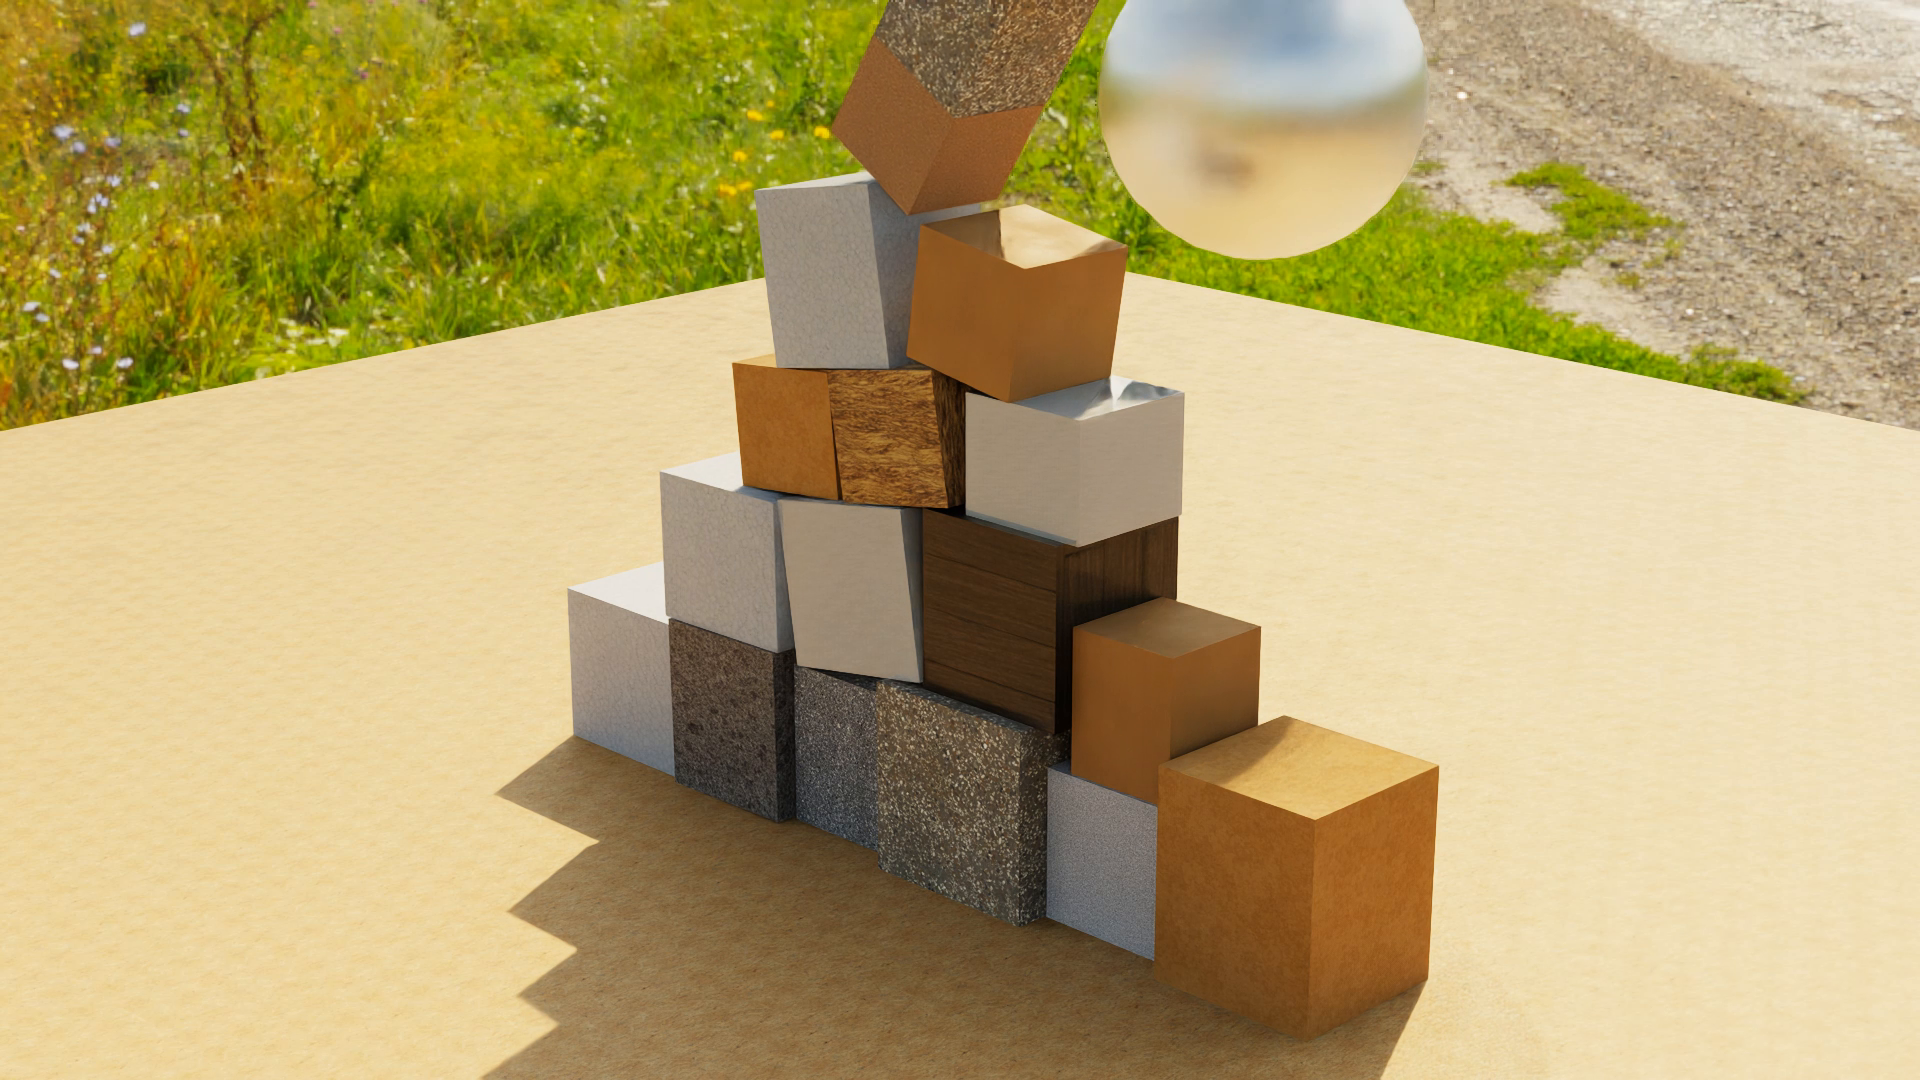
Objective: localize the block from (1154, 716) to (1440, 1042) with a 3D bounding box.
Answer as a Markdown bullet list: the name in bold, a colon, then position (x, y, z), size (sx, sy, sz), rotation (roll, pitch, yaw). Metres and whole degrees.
- **block**: position (1.403, 1.396, 12.280), size (0.822, 0.974, 0.823), rotation (-17, 24, -42)

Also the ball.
- **ball**: position (1.467, -2.159, 14.201), size (1.600, 1.600, 1.600), rotation (0, 17, 0)

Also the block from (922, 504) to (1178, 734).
- **block**: position (0.400, 0.266, 13.026), size (0.806, 0.849, 0.787), rotation (17, 24, 42)

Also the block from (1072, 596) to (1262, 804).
- **block**: position (0.887, 0.692, 12.644), size (0.579, 0.674, 0.562), rotation (-17, 24, -42)

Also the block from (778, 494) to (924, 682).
- **block**: position (-0.232, 0.143, 13.625), size (0.798, 0.794, 0.829), rotation (-17, 15, -42)

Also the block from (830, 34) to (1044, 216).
- **block**: position (-0.103, -1.856, 12.879), size (0.553, 0.537, 0.588), rotation (-16, 56, -42)

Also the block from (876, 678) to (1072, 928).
- **block**: position (0.275, 1.073, 13.401), size (0.944, 0.917, 0.900), rotation (-17, 24, -42)

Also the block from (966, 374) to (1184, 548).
- **block**: position (0.497, -0.374, 12.724), size (0.669, 0.554, 0.666), rotation (17, 24, 42)

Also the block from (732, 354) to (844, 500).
- **block**: position (-0.574, -0.576, 13.773), size (0.671, 0.590, 0.669), rotation (-17, 18, -42)

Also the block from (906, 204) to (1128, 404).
- **block**: position (0.246, -1.036, 12.742), size (0.647, 0.605, 0.629), rotation (-17, 33, -42)

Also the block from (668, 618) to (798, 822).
- **block**: position (-0.834, 0.772, 14.446), size (0.884, 0.852, 0.765), rotation (-17, 23, -42)

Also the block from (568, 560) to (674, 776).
- **block**: position (-1.396, 0.625, 15.023), size (0.843, 0.798, 0.860), rotation (-17, 24, -42)

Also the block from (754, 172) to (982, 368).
- **block**: position (-0.385, -1.243, 13.361), size (0.676, 0.817, 0.763), rotation (-16, 14, -42)

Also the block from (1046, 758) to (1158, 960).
- **block**: position (0.862, 1.347, 12.872), size (0.615, 0.712, 0.741), rotation (-17, 24, -42)

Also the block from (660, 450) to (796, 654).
- **block**: position (-0.845, 0.008, 14.235), size (0.866, 0.734, 0.825), rotation (-17, 23, -42)

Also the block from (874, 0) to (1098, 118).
- **block**: position (0.123, -2.263, 12.529), size (0.573, 0.628, 0.579), rotation (-17, 56, -43)

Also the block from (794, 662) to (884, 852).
- **block**: position (-0.292, 0.960, 13.966), size (0.700, 0.794, 0.693), rotation (-17, 24, -42)

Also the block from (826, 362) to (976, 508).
- **block**: position (-0.062, -0.531, 13.259), size (0.749, 0.610, 0.685), rotation (-17, 14, -42)
